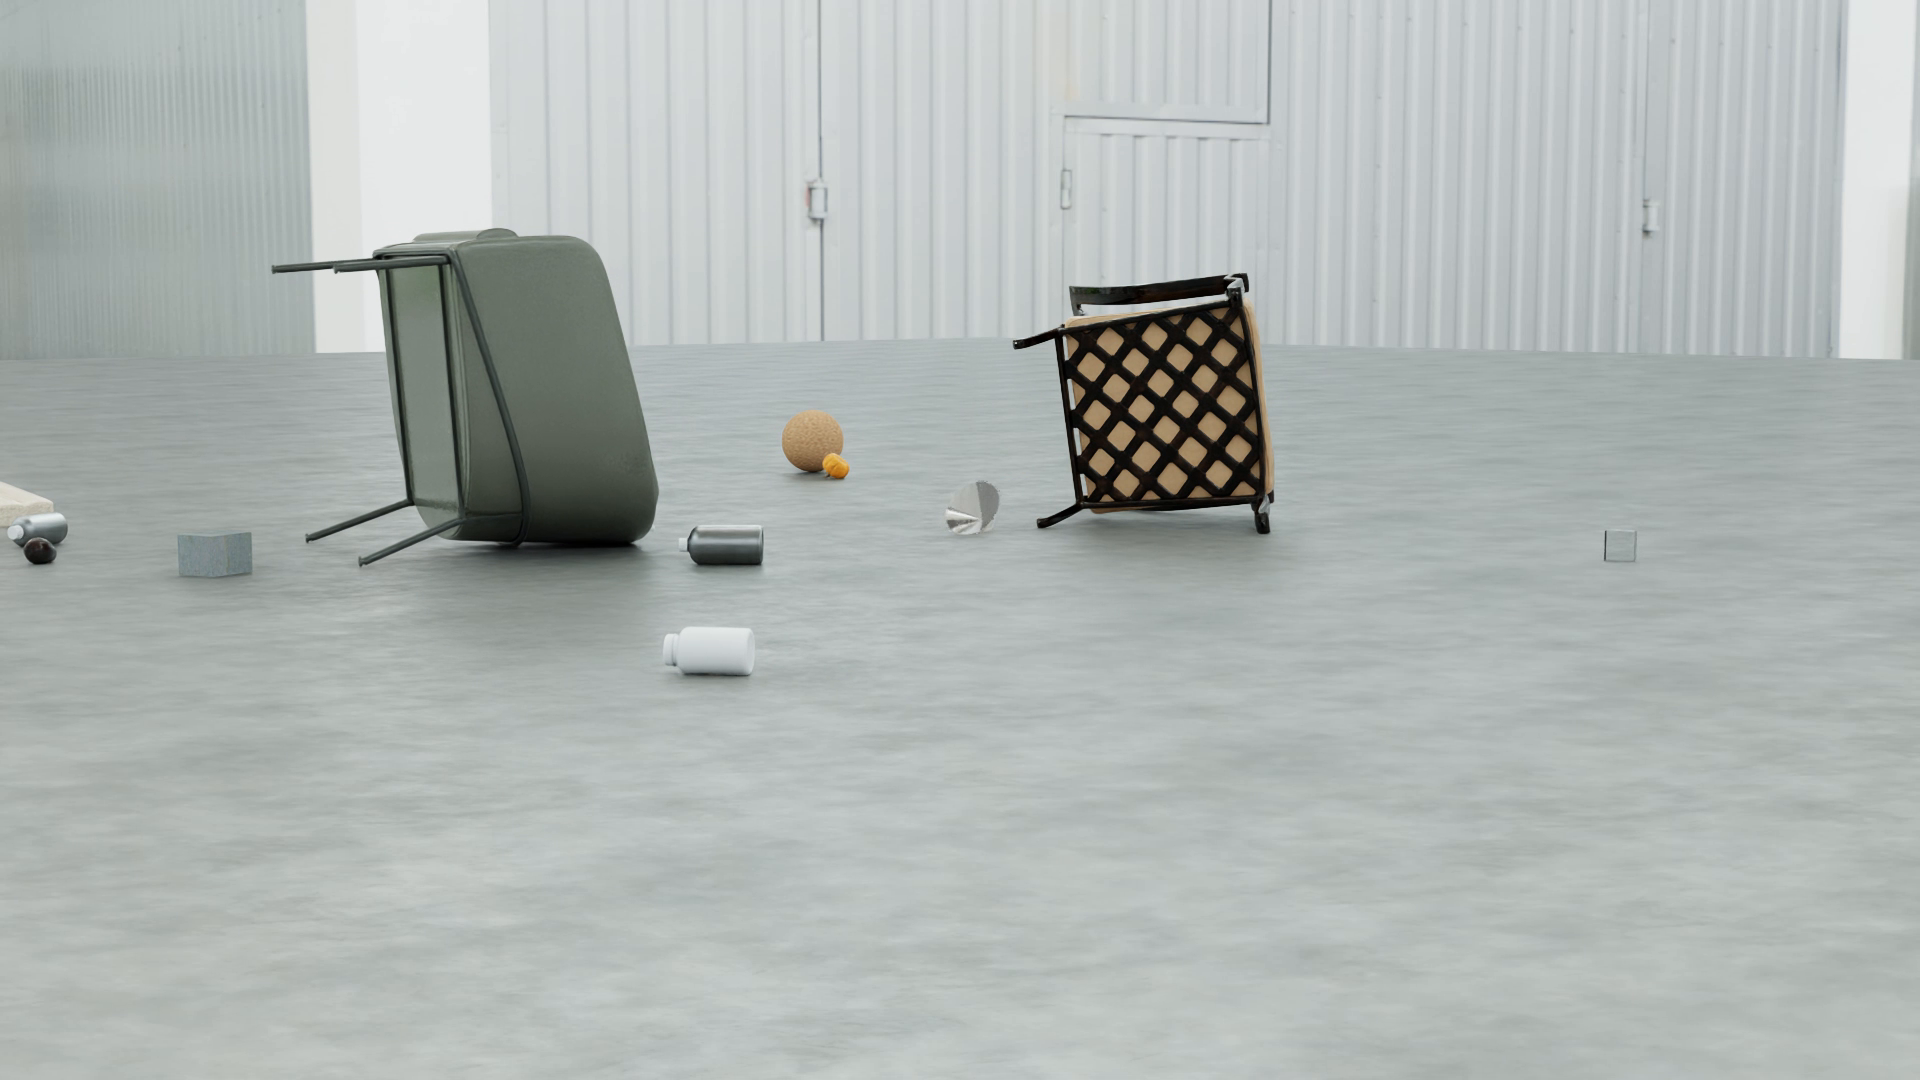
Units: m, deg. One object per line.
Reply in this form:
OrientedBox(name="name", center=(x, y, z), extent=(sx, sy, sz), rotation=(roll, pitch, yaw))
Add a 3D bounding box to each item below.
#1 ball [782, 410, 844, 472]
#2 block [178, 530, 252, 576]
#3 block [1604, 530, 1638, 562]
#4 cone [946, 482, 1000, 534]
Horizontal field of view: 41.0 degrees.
OrientedBox(name="ball", center=(-0.496, -0.333, 8.626), extent=(0.209, 0.209, 0.209), rotation=(0, 6, 0))
OrientedBox(name="block", center=(-1.654, 0.029, 5.696), extent=(0.102, 0.089, 0.121), rotation=(3, 7, 29))
OrientedBox(name="block", center=(1.529, 0.013, 5.938), extent=(0.067, 0.071, 0.037), rotation=(3, 6, 23))
OrientedBox(name="cone", center=(0.058, -0.054, 6.619), extent=(0.154, 0.155, 0.115), rotation=(18, -19, 37))
